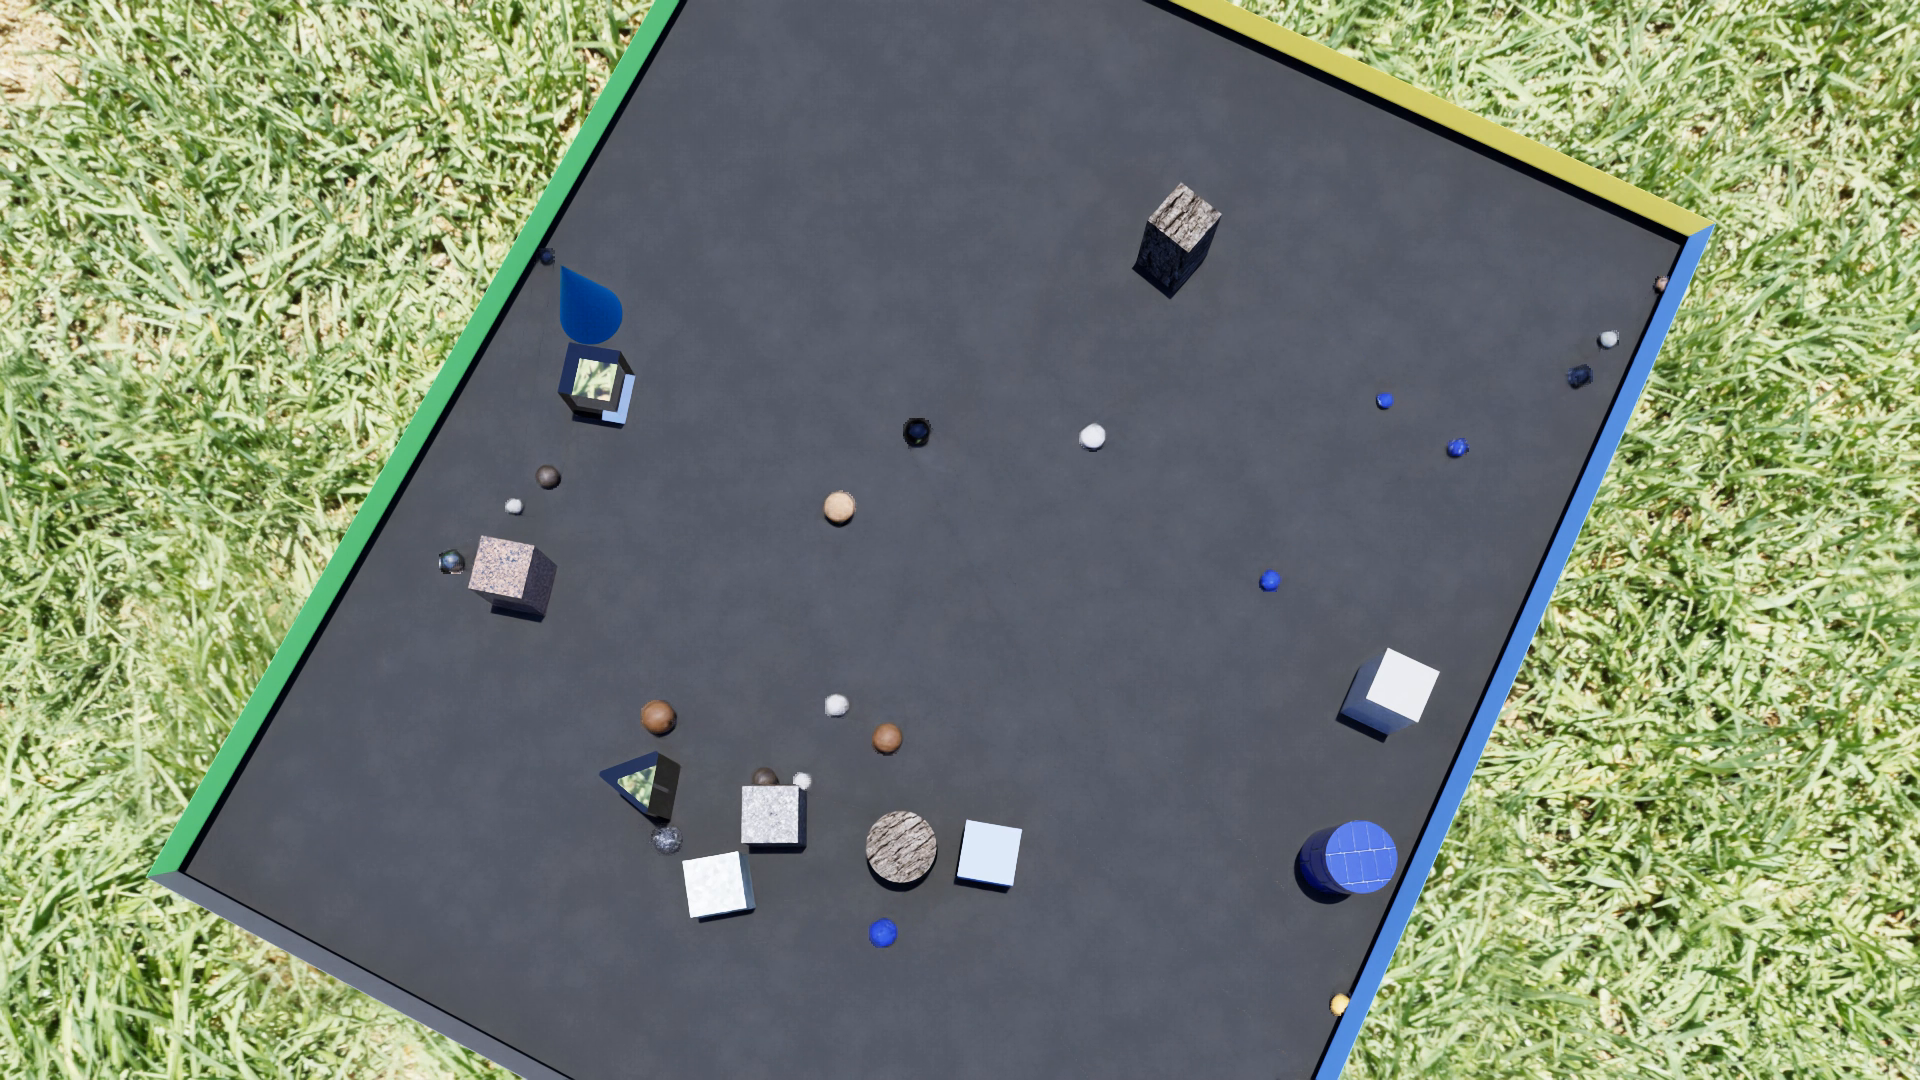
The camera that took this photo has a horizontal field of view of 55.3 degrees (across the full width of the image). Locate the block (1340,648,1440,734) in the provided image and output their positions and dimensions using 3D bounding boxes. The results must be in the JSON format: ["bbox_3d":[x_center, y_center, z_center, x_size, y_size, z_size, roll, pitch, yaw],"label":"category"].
[{"bbox_3d":[1.247,0.445,5.337,0.157,0.366,0.157,25,79,5],"label":"block"}]

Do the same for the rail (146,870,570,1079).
[{"bbox_3d":[-0.859,1.689,5.201,3.307,0.128,0.045,26,80,5],"label":"rail"}]

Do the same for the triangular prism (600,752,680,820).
[{"bbox_3d":[-0.883,0.684,5.262,0.170,0.417,0.148,39,81,7],"label":"triangular prism"}]

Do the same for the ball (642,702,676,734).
[{"bbox_3d":[-0.897,0.529,5.457,0.098,0.098,0.098,0,78,0],"label":"ball"}]

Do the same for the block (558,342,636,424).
[{"bbox_3d":[-1.105,-0.476,5.584,0.157,0.256,0.157,10,78,2],"label":"block"}]

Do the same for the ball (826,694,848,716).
[{"bbox_3d":[-0.367,0.495,5.481,0.066,0.066,0.066,0,78,0],"label":"ball"}]

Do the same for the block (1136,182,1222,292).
[{"bbox_3d":[0.669,-0.925,5.627,0.157,0.354,0.157,40,81,8],"label":"block"}]

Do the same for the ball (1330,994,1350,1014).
[{"bbox_3d":[1.104,1.345,5.309,0.057,0.057,0.057,0,78,0],"label":"ball"}]

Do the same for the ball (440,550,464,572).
[{"bbox_3d":[-1.545,0.064,5.568,0.069,0.069,0.069,0,78,0],"label":"ball"}]

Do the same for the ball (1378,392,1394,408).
[{"bbox_3d":[1.320,-0.433,5.682,0.048,0.048,0.048,0,78,0],"label":"ball"}]

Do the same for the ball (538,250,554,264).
[{"bbox_3d":[-1.306,-0.894,5.779,0.045,0.045,0.045,0,78,0],"label":"ball"}]

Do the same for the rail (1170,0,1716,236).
[{"bbox_3d":[0.859,-1.675,5.897,3.307,0.128,0.045,26,80,5],"label":"rail"}]

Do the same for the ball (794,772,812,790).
[{"bbox_3d":[-0.467,0.718,5.442,0.052,0.052,0.052,0,78,0],"label":"ball"}]

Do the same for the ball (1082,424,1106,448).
[{"bbox_3d":[0.411,-0.319,5.644,0.075,0.075,0.075,0,78,0],"label":"ball"}]

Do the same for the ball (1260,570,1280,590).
[{"bbox_3d":[0.942,0.121,5.561,0.061,0.061,0.061,0,78,0],"label":"ball"}]

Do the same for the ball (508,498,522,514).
[{"bbox_3d":[-1.363,-0.104,5.615,0.046,0.046,0.046,0,78,0],"label":"ball"}]

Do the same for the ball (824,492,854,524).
[{"bbox_3d":[-0.369,-0.099,5.589,0.094,0.094,0.094,0,78,0],"label":"ball"}]

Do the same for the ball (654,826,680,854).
[{"bbox_3d":[-0.863,0.883,5.393,0.079,0.079,0.079,0,78,0],"label":"ball"}]

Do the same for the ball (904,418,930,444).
[{"bbox_3d":[-0.131,-0.334,5.645,0.079,0.079,0.079,0,78,0],"label":"ball"}]

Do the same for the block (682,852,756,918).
[{"bbox_3d":[-0.692,0.995,5.283,0.157,0.250,0.157,-10,78,-2],"label":"block"}]

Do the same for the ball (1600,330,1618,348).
[{"bbox_3d":[2.024,-0.626,5.719,0.053,0.053,0.053,0,78,0],"label":"ball"}]

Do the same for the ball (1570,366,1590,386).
[{"bbox_3d":[1.925,-0.510,5.690,0.063,0.063,0.063,0,78,0],"label":"ball"}]

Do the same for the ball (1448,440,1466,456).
[{"bbox_3d":[1.533,-0.284,5.648,0.054,0.054,0.054,0,78,0],"label":"ball"}]

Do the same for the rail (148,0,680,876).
[{"bbox_3d":[-1.458,-0.707,5.697,0.045,0.128,3.888,26,80,5],"label":"rail"}]

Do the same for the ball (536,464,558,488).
[{"bbox_3d":[-1.266,-0.196,5.622,0.069,0.069,0.069,0,78,0],"label":"ball"}]

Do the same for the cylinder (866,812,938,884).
[{"bbox_3d":[-0.164,0.888,5.269,0.197,0.320,0.197,0,78,0],"label":"cylinder"}]

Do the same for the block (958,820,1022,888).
[{"bbox_3d":[0.083,0.907,5.286,0.157,0.280,0.157,9,78,2],"label":"block"}]

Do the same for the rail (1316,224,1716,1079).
[{"bbox_3d":[1.458,0.720,5.401,0.045,0.128,3.888,26,80,5],"label":"rail"}]

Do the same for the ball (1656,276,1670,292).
[{"bbox_3d":[2.211,-0.803,5.758,0.048,0.048,0.048,0,78,0],"label":"ball"}]

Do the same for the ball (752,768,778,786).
[{"bbox_3d":[-0.578,0.711,5.431,0.075,0.075,0.075,0,78,0],"label":"ball"}]

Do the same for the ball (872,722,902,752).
[{"bbox_3d":[-0.216,0.588,5.449,0.090,0.090,0.090,0,78,0],"label":"ball"}]

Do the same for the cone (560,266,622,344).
[{"bbox_3d":[-1.160,-0.754,5.545,0.197,0.446,0.197,0,78,0],"label":"cone"}]

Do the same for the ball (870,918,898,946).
[{"bbox_3d":[-0.221,1.143,5.339,0.080,0.080,0.080,0,78,0],"label":"ball"}]

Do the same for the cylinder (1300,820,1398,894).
[{"bbox_3d":[1.102,0.910,5.225,0.197,0.398,0.197,0,78,0],"label":"cylinder"}]

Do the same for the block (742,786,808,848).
[{"bbox_3d":[-0.534,0.801,5.296,0.157,0.303,0.157,0,78,0],"label":"block"}]

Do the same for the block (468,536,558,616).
[{"bbox_3d":[-1.322,0.109,5.435,0.157,0.311,0.157,11,79,2],"label":"block"}]
